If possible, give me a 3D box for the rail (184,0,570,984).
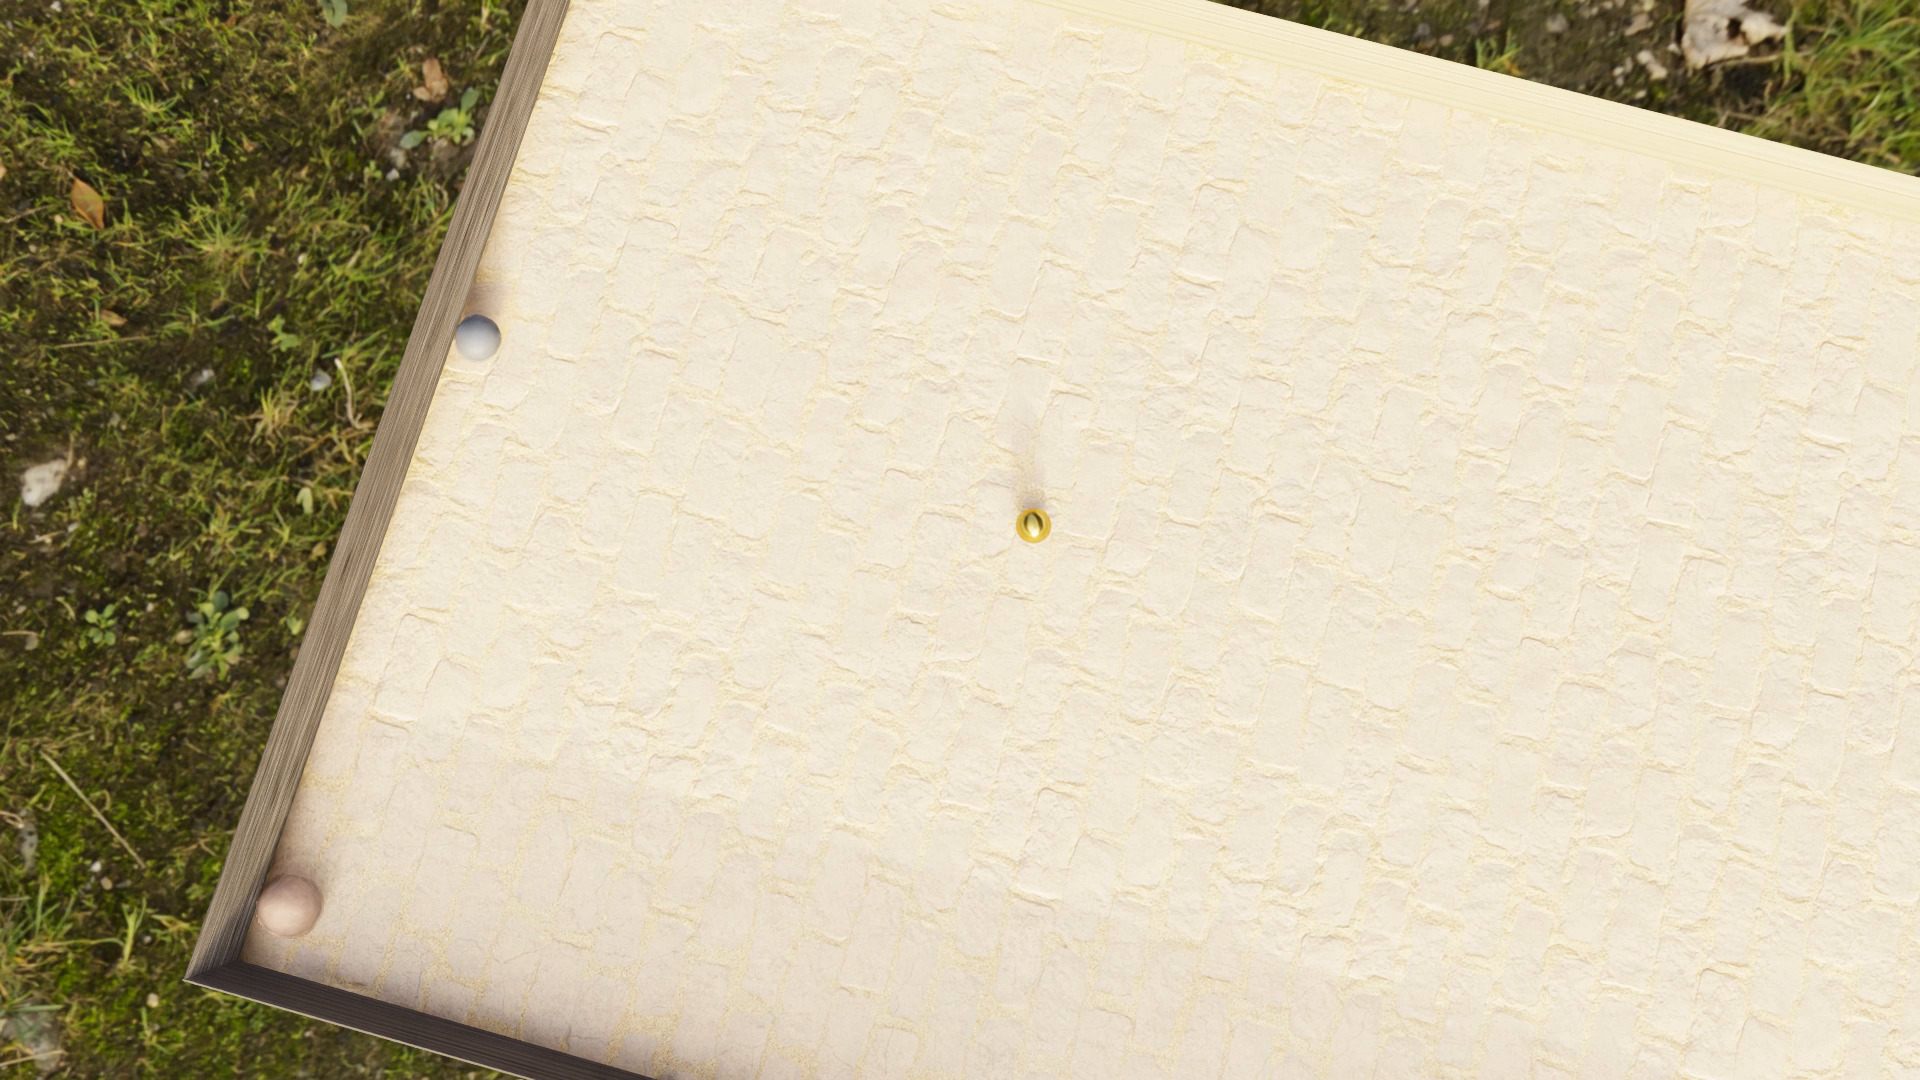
[{"bbox_3d":[-0.827,-0.227,3.361,0.045,0.116,1.851,15,77,4],"label":"rail"}]

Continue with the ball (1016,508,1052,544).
[{"bbox_3d":[0.112,-0.022,3.343,0.055,0.055,0.055,0,76,0],"label":"ball"}]

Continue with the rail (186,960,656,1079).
[{"bbox_3d":[0.611,1.064,3.044,3.523,0.116,0.045,15,77,4],"label":"rail"}]

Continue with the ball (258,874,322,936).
[{"bbox_3d":[-0.972,0.530,3.190,0.089,0.089,0.089,0,76,0],"label":"ball"}]

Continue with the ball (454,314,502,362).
[{"bbox_3d":[-0.746,-0.313,3.406,0.071,0.071,0.071,0,76,0],"label":"ball"}]

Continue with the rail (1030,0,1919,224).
[{"bbox_3d":[1.088,-0.625,3.459,3.523,0.116,0.045,15,77,4],"label":"rail"}]
